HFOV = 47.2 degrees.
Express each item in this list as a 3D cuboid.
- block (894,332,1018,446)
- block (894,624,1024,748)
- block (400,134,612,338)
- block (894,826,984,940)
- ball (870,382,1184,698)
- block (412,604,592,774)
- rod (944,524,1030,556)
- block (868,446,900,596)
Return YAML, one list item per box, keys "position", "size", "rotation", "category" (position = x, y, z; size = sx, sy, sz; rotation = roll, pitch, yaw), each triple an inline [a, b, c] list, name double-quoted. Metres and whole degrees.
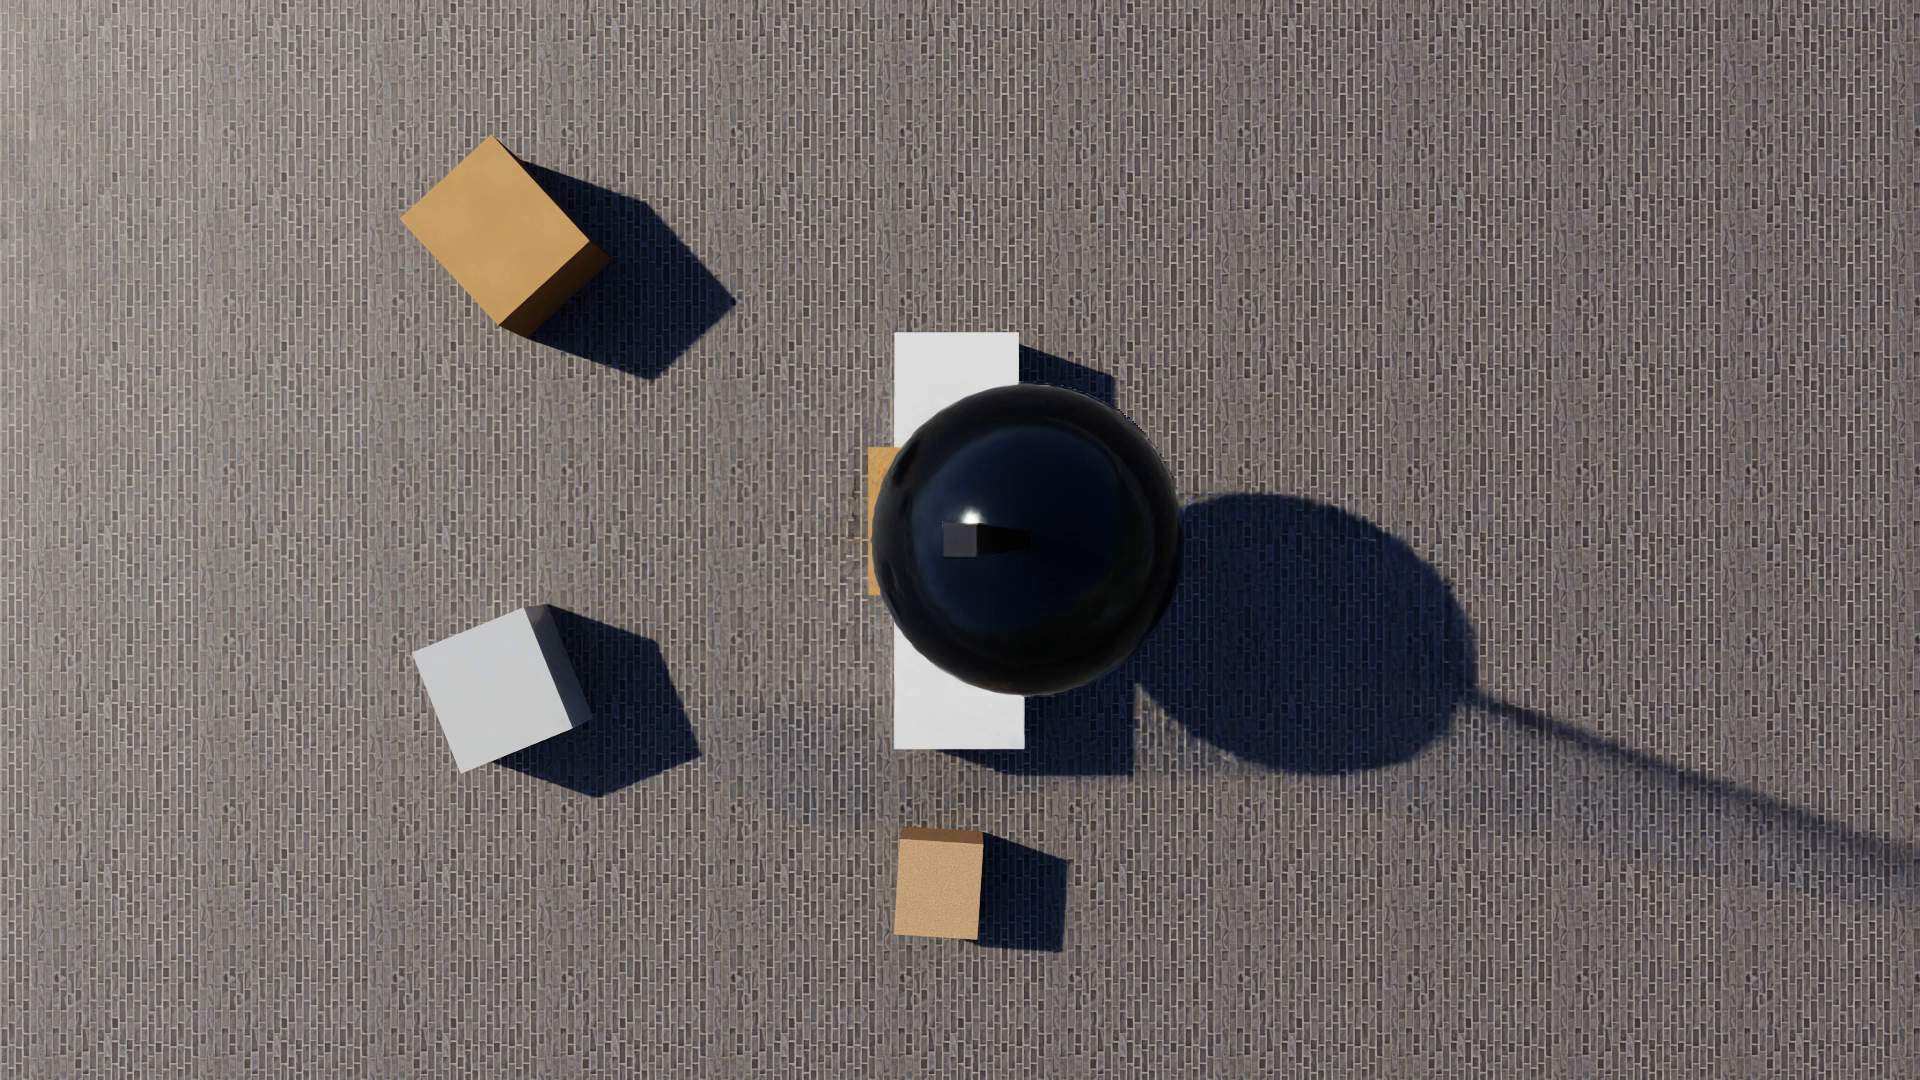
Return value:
- position: [-0.018, -0.847, 12.684]
  size: [0.698, 0.632, 0.639]
  rotation: [0, 90, 0]
  category: "block"
- position: [-0.004, 0.742, 12.638]
  size: [0.727, 0.724, 0.849]
  rotation: [0, 90, 0]
  category: "block"
- position: [-2.581, -1.720, 12.598]
  size: [0.692, 0.804, 0.805]
  rotation: [-43, 90, 0]
  category: "block"
- position: [-0.121, 1.978, 12.725]
  size: [0.473, 0.549, 0.541]
  rotation: [4, 90, 0]
  category: "block"
- position: [0.342, 0.000, 11.230]
  size: [1.600, 1.600, 1.600]
  rotation: [0, 90, 0]
  category: "ball"
- position: [-2.617, 0.842, 12.651]
  size: [0.675, 0.698, 0.730]
  rotation: [-22, 90, 0]
  category: "block"
- position: [0.148, 0.000, 7.836]
  size: [0.080, 5.200, 0.080]
  rotation: [0, 90, 3]
  category: "rod"
- position: [-0.064, -0.106, 12.581]
  size: [0.884, 0.837, 0.825]
  rotation: [0, 90, 0]
  category: "block"
